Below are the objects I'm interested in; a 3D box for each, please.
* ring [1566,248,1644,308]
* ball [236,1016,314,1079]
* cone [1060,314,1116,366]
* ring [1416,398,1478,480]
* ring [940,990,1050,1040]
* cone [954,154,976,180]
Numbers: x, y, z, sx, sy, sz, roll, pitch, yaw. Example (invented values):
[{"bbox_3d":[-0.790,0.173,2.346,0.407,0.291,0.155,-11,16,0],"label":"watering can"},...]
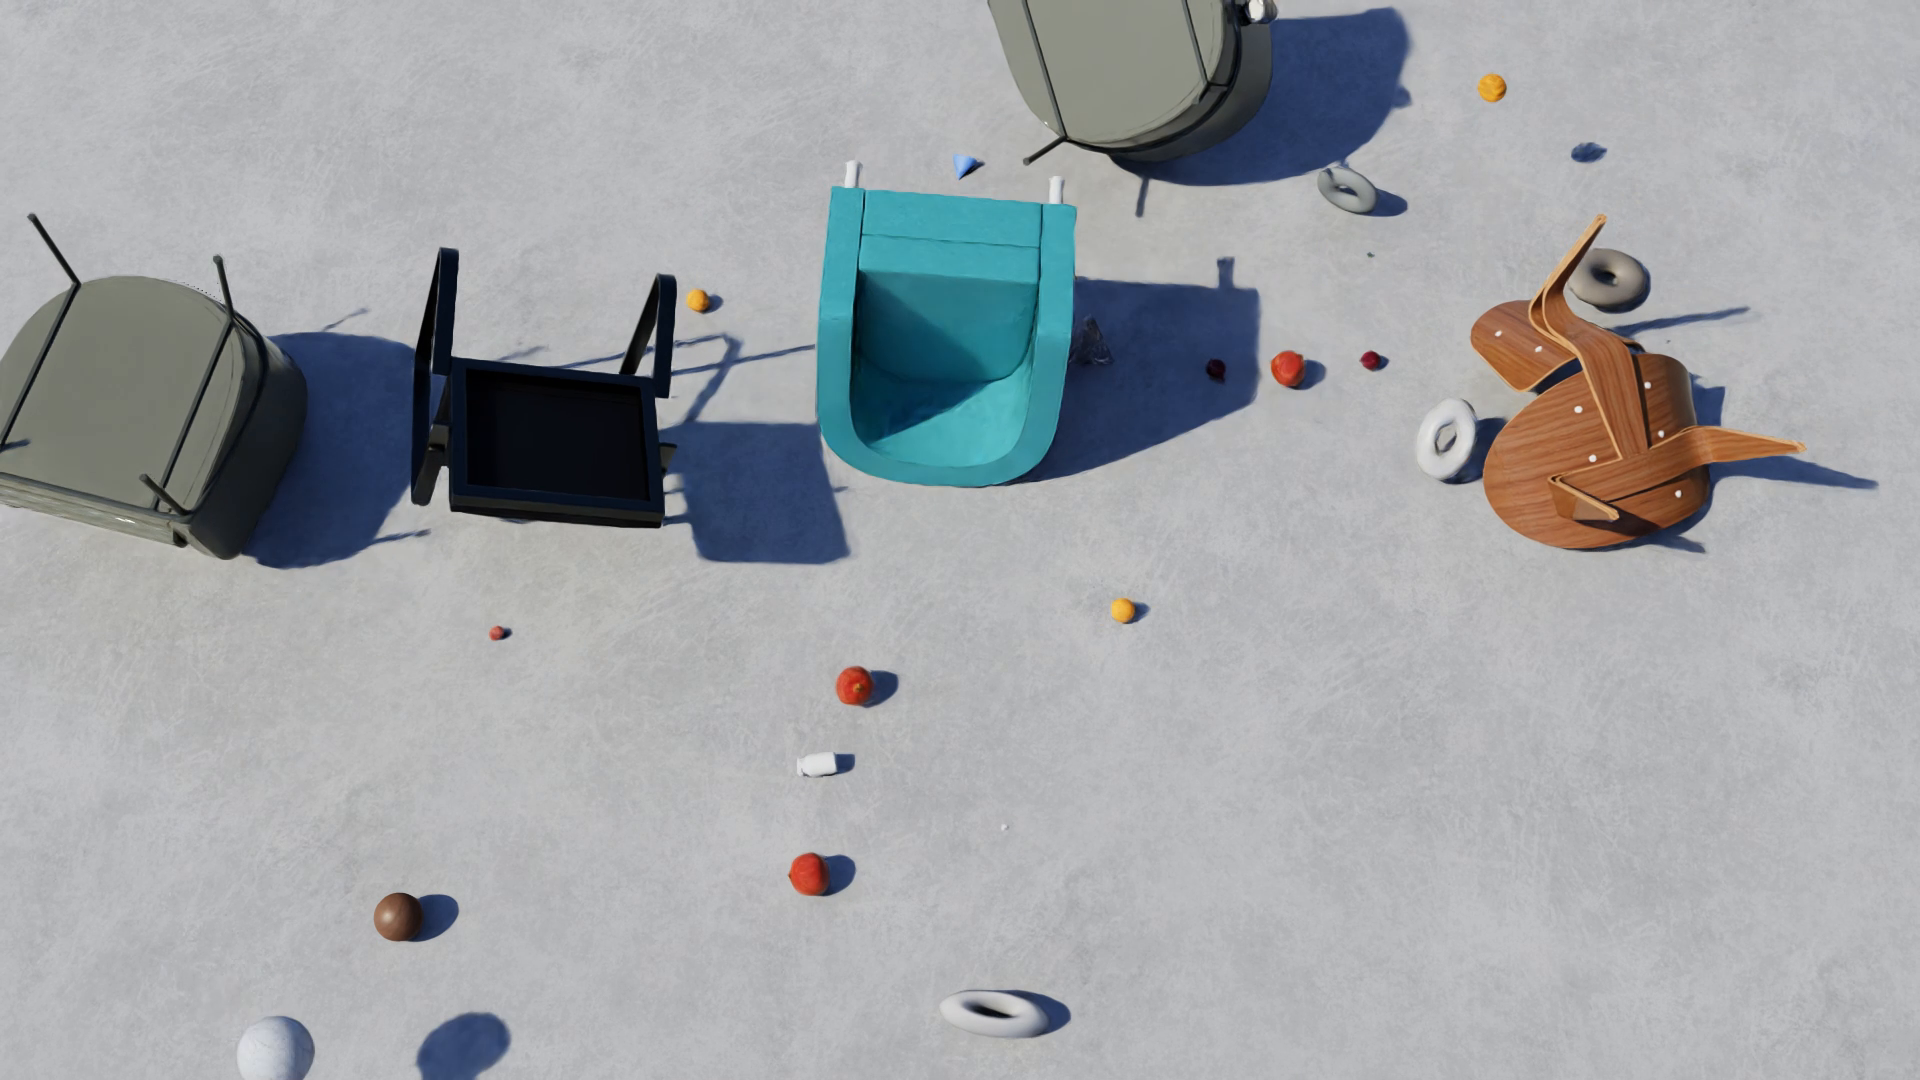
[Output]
[{"bbox_3d":[2.071,-0.841,7.051,0.352,0.060,0.218,-18,67,-35],"label":"ring"},{"bbox_3d":[-1.639,1.230,5.267,0.179,0.179,0.179,0,56,0],"label":"ball"},{"bbox_3d":[0.428,-0.593,6.927,0.154,0.168,0.197,30,67,-15],"label":"cone"},{"bbox_3d":[1.463,-0.304,6.607,0.175,0.093,0.255,17,97,-6],"label":"ring"},{"bbox_3d":[0.089,1.228,5.692,0.288,0.098,0.110,7,52,4],"label":"ring"},{"bbox_3d":[0.004,-1.244,7.394,0.085,0.049,0.086,12,73,20],"label":"cone"}]
